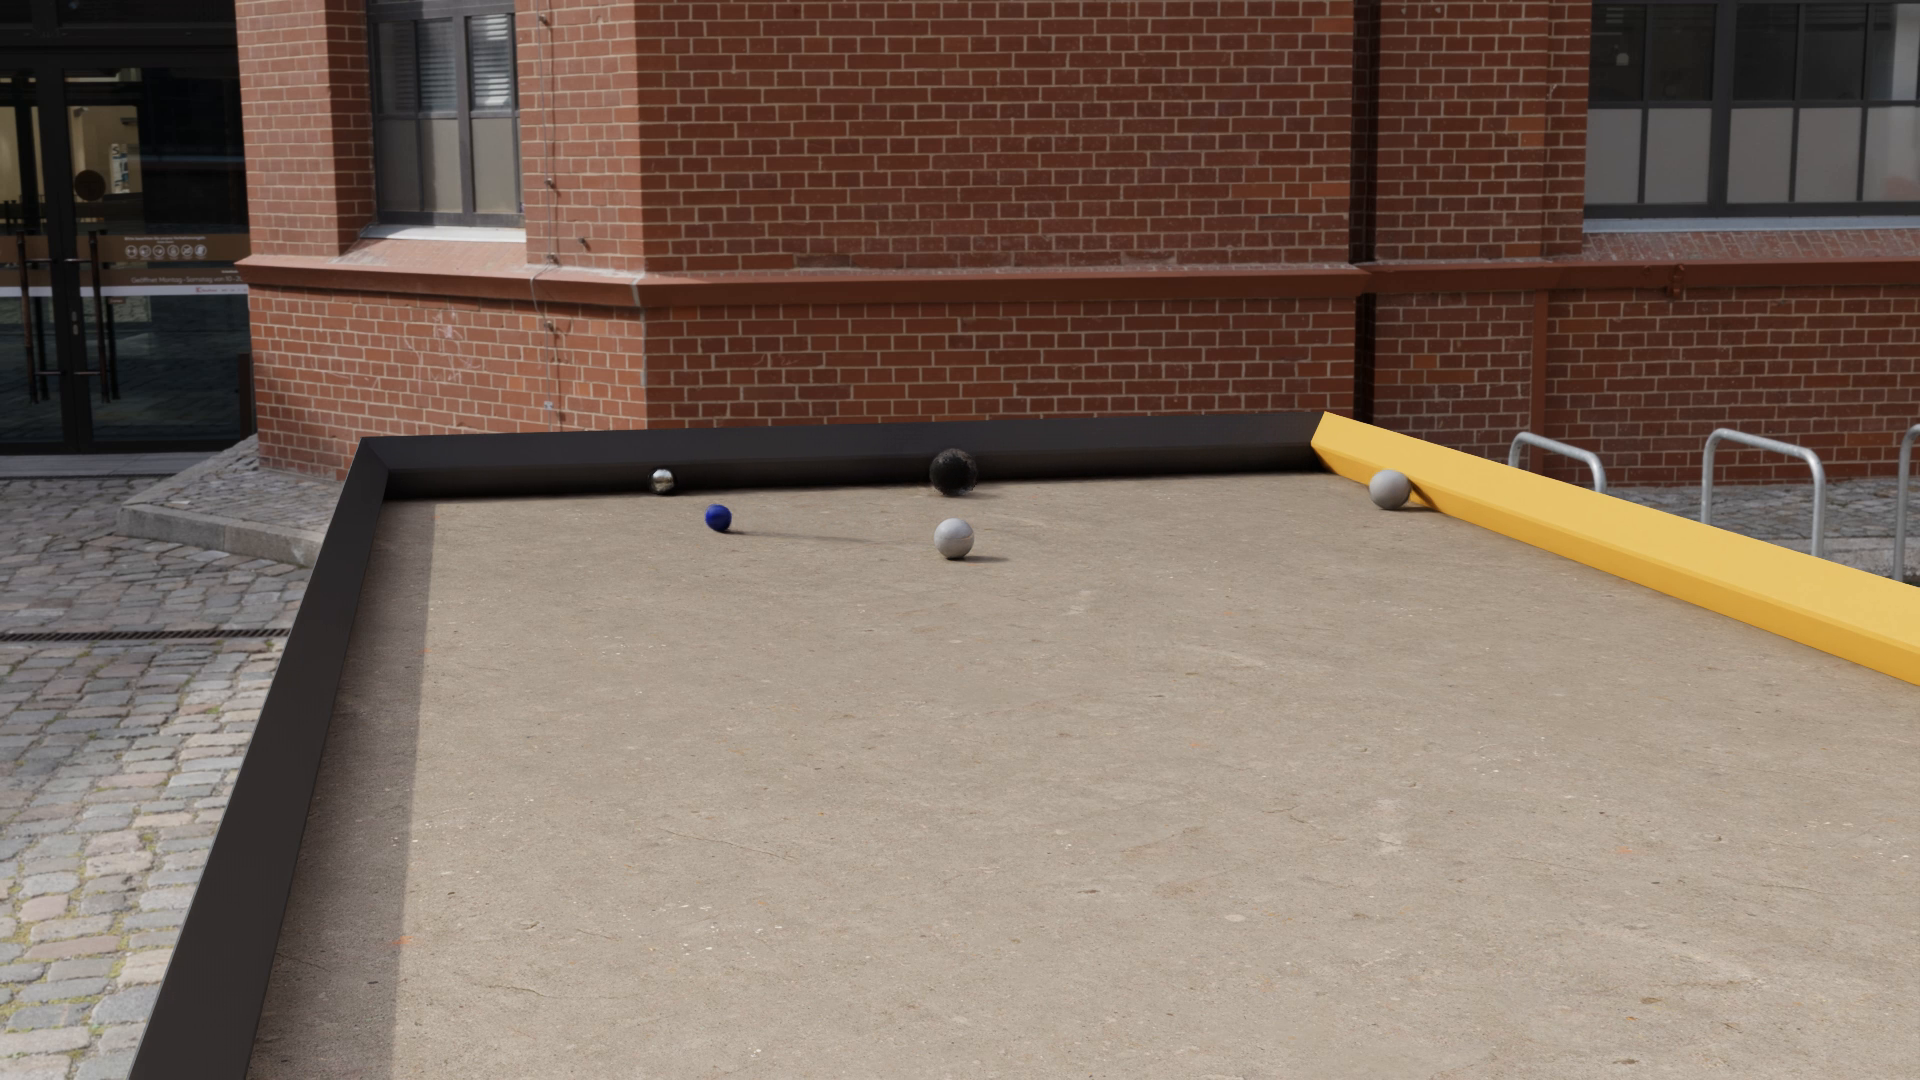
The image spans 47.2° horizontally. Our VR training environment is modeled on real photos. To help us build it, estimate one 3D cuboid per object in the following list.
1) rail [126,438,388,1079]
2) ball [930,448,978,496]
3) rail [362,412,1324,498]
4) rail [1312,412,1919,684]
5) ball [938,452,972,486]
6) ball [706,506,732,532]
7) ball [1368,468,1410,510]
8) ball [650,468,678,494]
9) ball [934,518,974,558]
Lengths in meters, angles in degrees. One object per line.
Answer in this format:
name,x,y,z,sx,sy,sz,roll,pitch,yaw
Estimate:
rail,-0.658,0.136,2.258,0.045,0.107,3.084,-2,10,-12
ball,-0.012,-0.117,3.786,0.082,0.082,0.082,0,10,0
rail,-0.162,-0.150,3.898,1.739,0.107,0.045,-2,10,-12
rail,0.993,0.073,2.619,0.045,0.107,3.084,-2,10,-12
ball,-0.008,-0.125,3.891,0.060,0.060,0.060,0,10,0
ball,-0.376,-0.034,3.425,0.041,0.041,0.041,0,10,0
ball,0.711,-0.084,3.637,0.068,0.068,0.068,0,10,0
ball,-0.512,-0.101,3.796,0.047,0.047,0.047,0,10,0
ball,-0.008,-0.003,3.194,0.060,0.060,0.060,0,10,0
